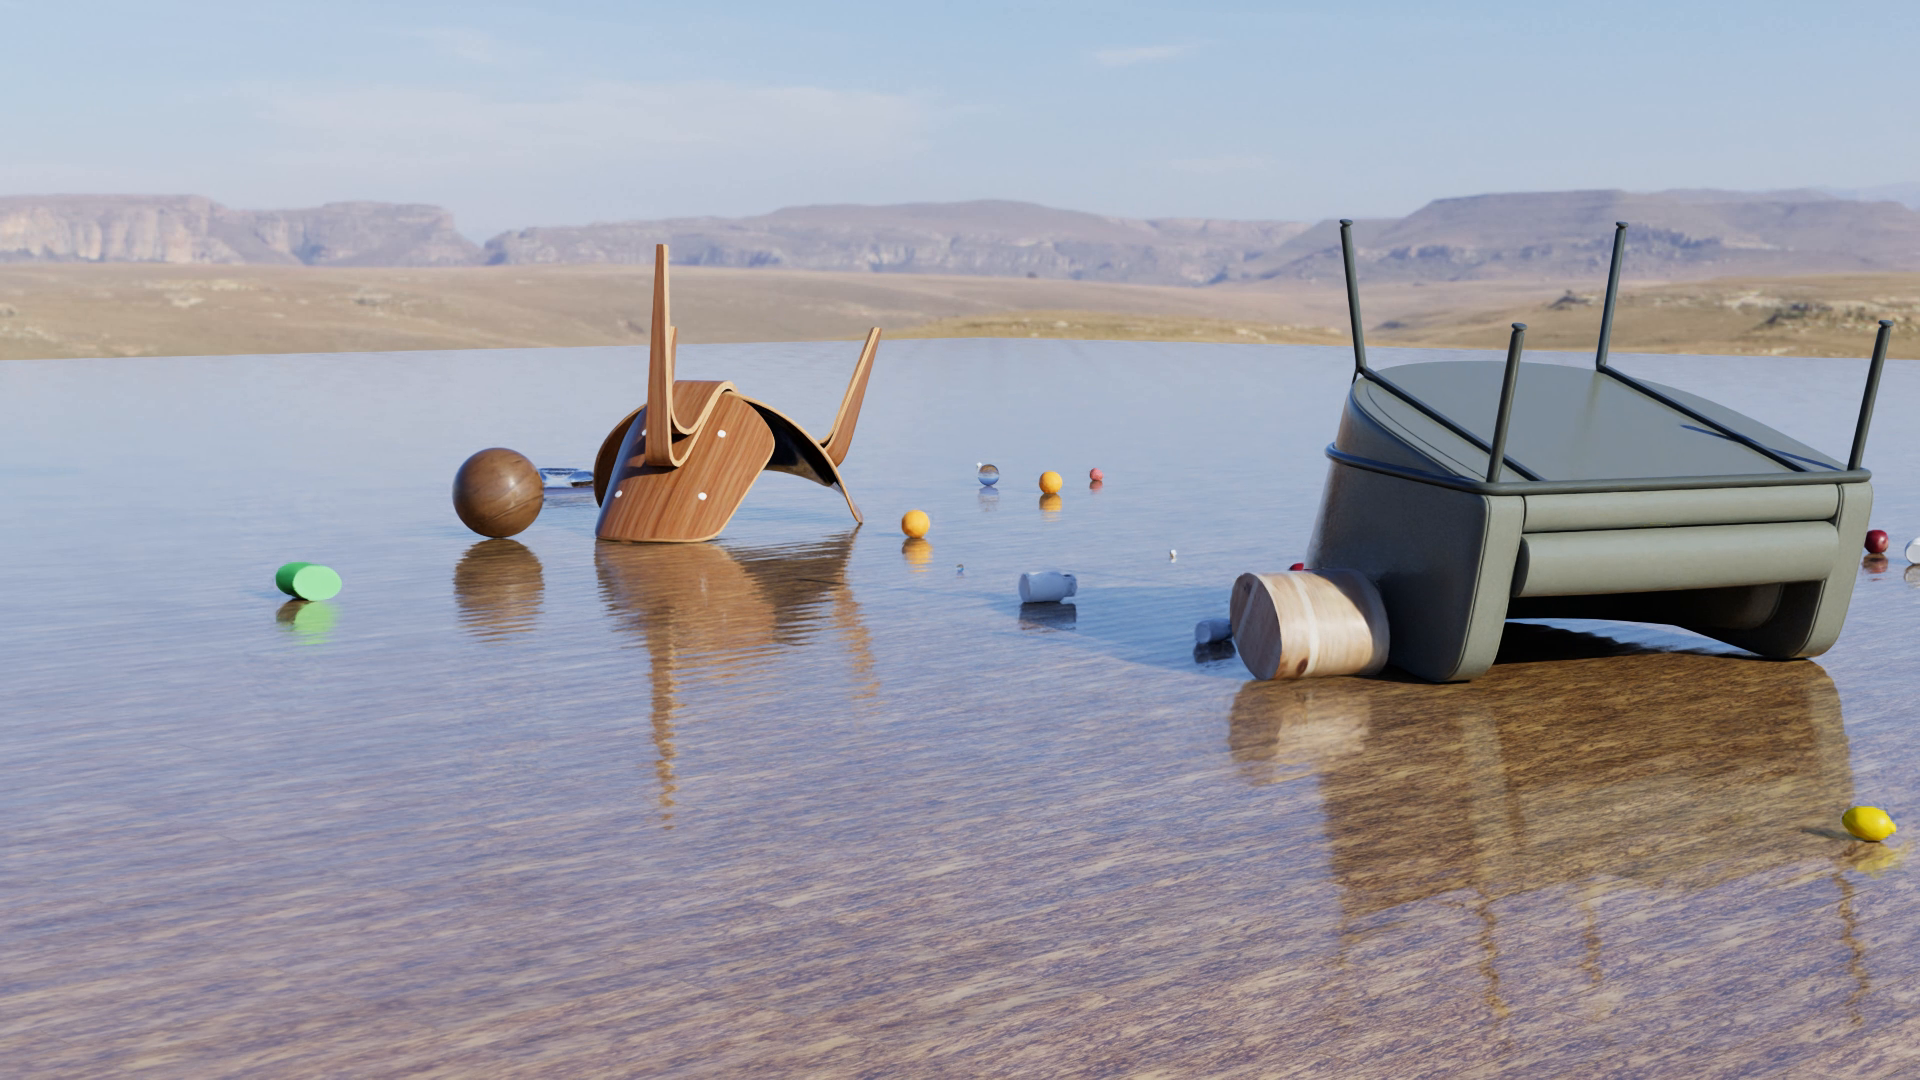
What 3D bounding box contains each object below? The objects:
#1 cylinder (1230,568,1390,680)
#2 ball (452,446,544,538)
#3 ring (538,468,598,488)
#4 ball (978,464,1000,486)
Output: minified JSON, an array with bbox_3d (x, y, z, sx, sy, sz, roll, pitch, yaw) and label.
[{"bbox_3d":[0.578,0.138,4.244,0.198,0.155,0.201,-2,40,-20],"label":"cylinder"},{"bbox_3d":[-1.161,-0.119,6.446,0.230,0.230,0.230,0,6,0],"label":"ball"},{"bbox_3d":[-1.263,-0.196,8.063,0.256,0.051,0.250,3,6,24],"label":"ring"},{"bbox_3d":[0.090,-0.205,8.061,0.069,0.069,0.069,0,6,0],"label":"ball"}]
